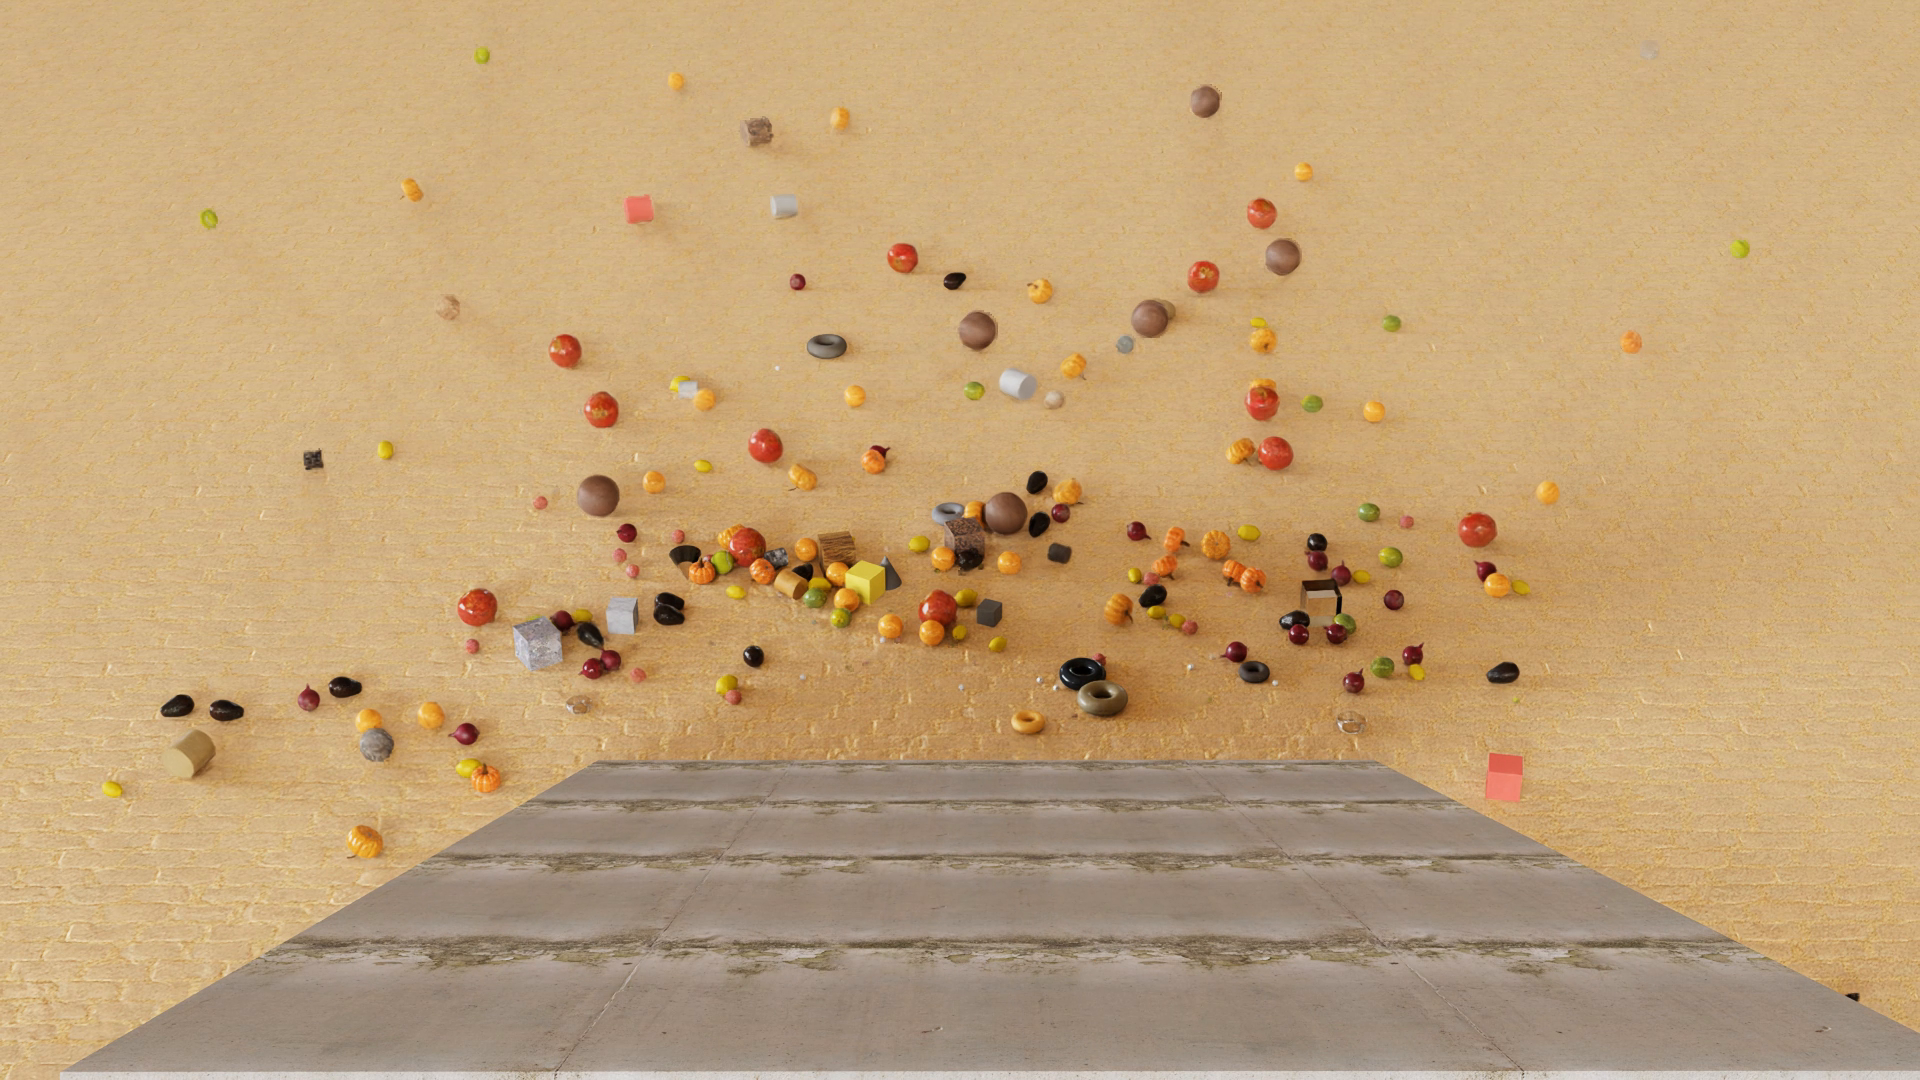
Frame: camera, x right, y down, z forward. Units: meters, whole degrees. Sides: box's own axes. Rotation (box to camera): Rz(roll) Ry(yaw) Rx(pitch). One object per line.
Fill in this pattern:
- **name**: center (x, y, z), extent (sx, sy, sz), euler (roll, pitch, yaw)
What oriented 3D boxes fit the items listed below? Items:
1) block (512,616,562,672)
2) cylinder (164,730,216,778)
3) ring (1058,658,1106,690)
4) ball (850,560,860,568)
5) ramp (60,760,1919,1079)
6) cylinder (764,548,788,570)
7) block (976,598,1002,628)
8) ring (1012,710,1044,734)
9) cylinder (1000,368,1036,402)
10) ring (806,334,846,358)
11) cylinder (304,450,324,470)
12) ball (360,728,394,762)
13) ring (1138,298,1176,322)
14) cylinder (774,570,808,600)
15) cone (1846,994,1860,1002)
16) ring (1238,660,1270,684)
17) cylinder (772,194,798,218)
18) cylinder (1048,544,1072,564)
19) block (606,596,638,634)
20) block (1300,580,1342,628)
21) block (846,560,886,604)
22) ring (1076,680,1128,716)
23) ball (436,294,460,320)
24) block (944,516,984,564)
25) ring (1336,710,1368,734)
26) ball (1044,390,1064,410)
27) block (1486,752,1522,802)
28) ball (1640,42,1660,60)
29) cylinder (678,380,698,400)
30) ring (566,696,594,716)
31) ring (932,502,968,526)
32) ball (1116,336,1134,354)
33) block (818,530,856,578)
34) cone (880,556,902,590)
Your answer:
- **block**: center (-1.177, 0.289, 7.217), extent (0.098, 0.098, 0.098), euler (-18, 35, -28)
- **cylinder**: center (-2.013, 0.559, 6.766), extent (0.093, 0.093, 0.093), euler (14, 40, 22)
- **ring**: center (0.338, 0.370, 7.135), extent (0.131, 0.044, 0.131), euler (0, 32, 0)
- **ball**: center (-0.294, 0.090, 7.591), extent (0.058, 0.058, 0.058), euler (0, 31, 0)
- **ramp**: center (0.068, 0.608, 4.676), extent (2.000, 0.100, 4.000), euler (0, 0, 0)
- **cylinder**: center (-0.544, 0.055, 7.653), extent (0.055, 0.055, 0.055), euler (-15, 34, -24)
- **block**: center (0.084, 0.208, 7.396), extent (0.054, 0.054, 0.054), euler (14, 33, 22)
- **ring**: center (0.183, 0.487, 6.949), extent (0.092, 0.031, 0.092), euler (0, 29, 0)
- **cylinder**: center (0.192, -0.516, 8.585), extent (0.087, 0.087, 0.087), euler (-26, 40, -37)
- **ring**: center (-0.457, -0.664, 8.876), extent (0.139, 0.046, 0.139), euler (0, 30, 0)
- **cylinder**: center (-2.042, -0.253, 8.173), extent (0.054, 0.054, 0.054), euler (-7, 31, -11)
- **ball**: center (-1.533, 0.540, 6.804), extent (0.088, 0.088, 0.088), euler (0, 31, 0)
- **ring**: center (0.693, -0.808, 9.120), extent (0.134, 0.045, 0.134), euler (-1, 32, 1)
- **cylinder**: center (-0.490, 0.128, 7.507), extent (0.068, 0.068, 0.068), euler (24, 38, 27)
- **cone**: center (2.036, 1.091, 5.926), extent (0.080, 0.080, 0.080), euler (-9, 60, -14)
- **ring**: center (0.813, 0.365, 7.157), extent (0.087, 0.029, 0.087), euler (-1, 32, 1)
- **cylinder**: center (-0.669, -1.270, 9.861), extent (0.082, 0.082, 0.082), euler (-9, 32, -15)
- **cylinder**: center (0.295, 0.041, 7.680), extent (0.052, 0.052, 0.052), euler (16, 34, 25)
- **block**: center (-0.959, 0.215, 7.364), extent (0.075, 0.075, 0.075), euler (2, 31, 4)
- **block**: center (1.031, 0.180, 7.402), extent (0.097, 0.097, 0.097), euler (-3, 31, -5)
- **block**: center (-0.274, 0.123, 7.511), extent (0.083, 0.083, 0.083), euler (17, 35, 27)
- **ring**: center (0.387, 0.430, 7.031), extent (0.140, 0.047, 0.140), euler (-1, 30, 0)
- **ball**: center (-1.799, -0.817, 9.092), extent (0.088, 0.088, 0.088), euler (0, 31, 0)
- **block**: center (0.013, 0.000, 7.707), extent (0.094, 0.094, 0.094), euler (-10, 32, -16)
- **ring**: center (1.050, 0.490, 6.946), extent (0.087, 0.029, 0.087), euler (0, 32, 0)
- **ball**: center (0.309, -0.459, 8.513), extent (0.062, 0.062, 0.062), euler (0, 31, 0)
- **block**: center (1.405, 0.613, 6.684), extent (0.085, 0.085, 0.085), euler (5, 31, 9)
- **ball**: center (3.020, -2.143, 11.335), extent (0.081, 0.081, 0.081), euler (0, 31, 0)
- **cylinder**: center (-0.900, -0.497, 8.580), extent (0.060, 0.060, 0.060), euler (0, 31, 1)
- **ring**: center (-1.032, 0.448, 7.020), extent (0.076, 0.025, 0.076), euler (1, 31, -1)
- **ring**: center (-0.031, -0.078, 7.895), extent (0.114, 0.038, 0.114), euler (0, 29, 0)
- **ball**: center (0.567, -0.668, 8.865), extent (0.062, 0.062, 0.062), euler (0, 31, 0)
- **block**: center (-0.363, 0.043, 7.634), extent (0.095, 0.095, 0.095), euler (-7, 31, -12)
- **cone**: center (-0.217, 0.084, 7.568), extent (0.093, 0.093, 0.093), euler (0, 31, 0)
